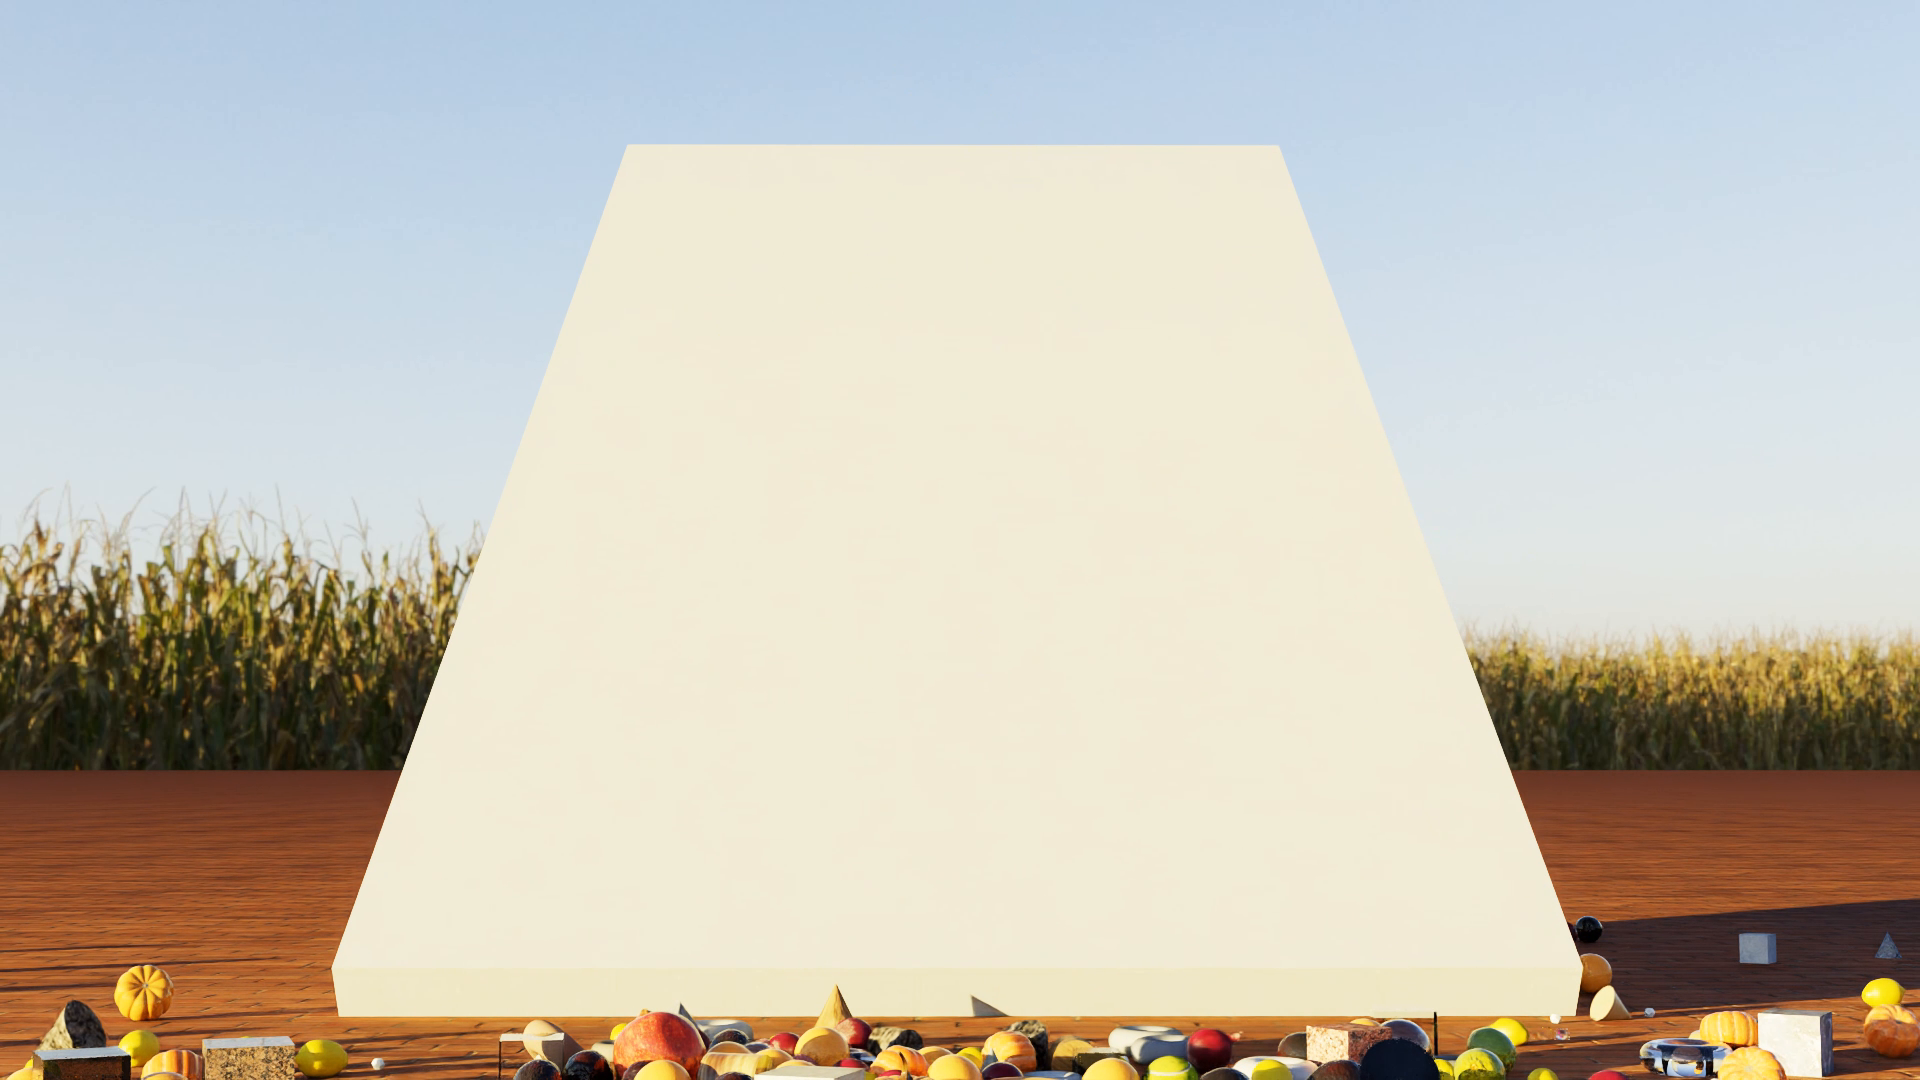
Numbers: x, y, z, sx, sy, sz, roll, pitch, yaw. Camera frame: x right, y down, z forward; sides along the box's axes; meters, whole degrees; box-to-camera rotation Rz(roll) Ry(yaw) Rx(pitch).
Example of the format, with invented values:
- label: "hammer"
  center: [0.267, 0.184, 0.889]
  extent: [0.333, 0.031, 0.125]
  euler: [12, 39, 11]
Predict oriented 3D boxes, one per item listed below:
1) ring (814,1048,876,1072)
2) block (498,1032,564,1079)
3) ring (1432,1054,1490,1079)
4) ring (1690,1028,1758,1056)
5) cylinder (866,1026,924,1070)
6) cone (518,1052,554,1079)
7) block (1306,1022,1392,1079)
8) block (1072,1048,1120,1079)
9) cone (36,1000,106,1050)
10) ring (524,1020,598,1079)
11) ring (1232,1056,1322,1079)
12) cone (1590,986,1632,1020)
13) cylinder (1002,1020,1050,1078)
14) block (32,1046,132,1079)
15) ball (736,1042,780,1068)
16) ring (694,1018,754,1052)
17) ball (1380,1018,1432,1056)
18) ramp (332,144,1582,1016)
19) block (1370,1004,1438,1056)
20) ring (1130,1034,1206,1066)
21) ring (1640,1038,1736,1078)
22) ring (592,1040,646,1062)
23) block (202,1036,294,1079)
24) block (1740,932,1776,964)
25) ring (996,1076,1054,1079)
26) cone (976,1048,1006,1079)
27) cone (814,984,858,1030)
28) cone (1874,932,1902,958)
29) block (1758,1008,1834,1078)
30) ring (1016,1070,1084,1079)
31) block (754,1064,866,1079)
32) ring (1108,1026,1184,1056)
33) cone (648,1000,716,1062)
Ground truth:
- label: "ring"
  center: [-0.153, 0.693, 3.182]
  extent: [0.083, 0.028, 0.083]
  euler: [0, -7, 0]
- label: "block"
  center: [-0.522, 0.644, 2.914]
  extent: [0.075, 0.075, 0.075]
  euler: [1, -5, -8]
- label: "ring"
  center: [0.637, 0.683, 3.082]
  extent: [0.091, 0.030, 0.091]
  euler: [-1, -6, 0]
- label: "ring"
  center: [1.079, 0.710, 3.382]
  extent: [0.094, 0.031, 0.094]
  euler: [-1, -6, 0]
- label: "cylinder"
  center: [-0.087, 0.683, 3.211]
  extent: [0.054, 0.054, 0.054]
  euler: [5, -7, -42]
- label: "cone"
  center: [-0.540, 0.677, 2.993]
  extent: [0.053, 0.053, 0.053]
  euler: [-26, 4, -19]
- label: "block"
  center: [0.493, 0.654, 3.026]
  extent: [0.075, 0.075, 0.075]
  euler: [4, -6, -34]
- label: "block"
  center: [0.169, 0.660, 2.967]
  extent: [0.053, 0.053, 0.053]
  euler: [0, -5, -5]
- label: "cone"
  center: [-1.252, 0.699, 3.319]
  extent: [0.090, 0.090, 0.090]
  euler: [-28, -9, 6]
- label: "ring"
  center: [-0.505, 0.650, 3.022]
  extent: [0.111, 0.037, 0.111]
  euler: [33, -25, 18]
- label: "ring"
  center: [0.397, 0.672, 2.999]
  extent: [0.111, 0.037, 0.111]
  euler: [1, -5, 0]
- label: "cone"
  center: [1.051, 0.753, 3.819]
  extent: [0.060, 0.060, 0.060]
  euler: [28, -12, -11]
- label: "cylinder"
  center: [0.088, 0.663, 3.105]
  extent: [0.057, 0.057, 0.057]
  euler: [-11, 12, 2]
- label: "block"
  center: [-0.966, 0.609, 2.626]
  extent: [0.090, 0.090, 0.090]
  euler: [3, -6, -28]
- label: "ball"
  center: [-0.254, 0.658, 2.987]
  extent: [0.060, 0.060, 0.060]
  euler: [0, -5, 0]
- label: "ring"
  center: [-0.354, 0.710, 3.421]
  extent: [0.117, 0.039, 0.117]
  euler: [-1, -5, 0]
- label: "ball"
  center: [0.563, 0.655, 3.062]
  extent: [0.081, 0.081, 0.081]
  euler: [0, -5, 0]
- label: "ramp"
  center: [-0.012, -0.221, 5.605]
  extent: [2.000, 0.100, 4.000]
  euler: [0, 28, 0]
- label: "block"
  center: [0.592, 0.667, 3.191]
  extent: [0.082, 0.082, 0.082]
  euler: [-1, -5, 7]
- label: "ring"
  center: [0.284, 0.698, 3.268]
  extent: [0.103, 0.034, 0.103]
  euler: [-1, -4, 0]
- label: "ring"
  center: [0.963, 0.685, 3.163]
  extent: [0.123, 0.041, 0.123]
  euler: [0, -6, 0]
- label: "ring"
  center: [-0.472, 0.706, 3.302]
  extent: [0.075, 0.025, 0.075]
  euler: [-1, -4, 0]
- label: "block"
  center: [-0.803, 0.614, 2.693]
  extent: [0.094, 0.094, 0.094]
  euler: [2, -6, -20]
- label: "block"
  center: [1.646, 0.842, 4.931]
  extent: [0.058, 0.058, 0.058]
  euler: [-4, -7, 35]
- label: "ring"
  center: [0.079, 0.642, 2.730]
  extent: [0.134, 0.045, 0.134]
  euler: [1, -4, 0]
- label: "cone"
  center: [0.038, 0.645, 2.883]
  extent: [0.067, 0.067, 0.067]
  euler: [0, -5, 0]
- label: "cone"
  center: [-0.192, 0.722, 3.708]
  extent: [0.068, 0.068, 0.068]
  euler: [0, -5, 0]
- label: "cone"
  center: [1.960, 0.854, 5.049]
  extent: [0.055, 0.055, 0.055]
  euler: [0, -5, 0]
- label: "block"
  center: [1.110, 0.667, 3.174]
  extent: [0.078, 0.078, 0.078]
  euler: [-3, -6, 31]
- label: "ring"
  center: [0.108, 0.666, 2.907]
  extent: [0.094, 0.031, 0.094]
  euler: [-1, -5, 0]
- label: "block"
  center: [-0.156, 0.598, 2.487]
  extent: [0.088, 0.088, 0.088]
  euler: [-2, -6, 19]
- label: "ring"
  center: [0.264, 0.707, 3.369]
  extent: [0.110, 0.037, 0.110]
  euler: [1, -5, 0]
- label: "cone"
  center: [-0.368, 0.697, 3.299]
  extent: [0.092, 0.092, 0.092]
  euler: [29, -12, -12]
